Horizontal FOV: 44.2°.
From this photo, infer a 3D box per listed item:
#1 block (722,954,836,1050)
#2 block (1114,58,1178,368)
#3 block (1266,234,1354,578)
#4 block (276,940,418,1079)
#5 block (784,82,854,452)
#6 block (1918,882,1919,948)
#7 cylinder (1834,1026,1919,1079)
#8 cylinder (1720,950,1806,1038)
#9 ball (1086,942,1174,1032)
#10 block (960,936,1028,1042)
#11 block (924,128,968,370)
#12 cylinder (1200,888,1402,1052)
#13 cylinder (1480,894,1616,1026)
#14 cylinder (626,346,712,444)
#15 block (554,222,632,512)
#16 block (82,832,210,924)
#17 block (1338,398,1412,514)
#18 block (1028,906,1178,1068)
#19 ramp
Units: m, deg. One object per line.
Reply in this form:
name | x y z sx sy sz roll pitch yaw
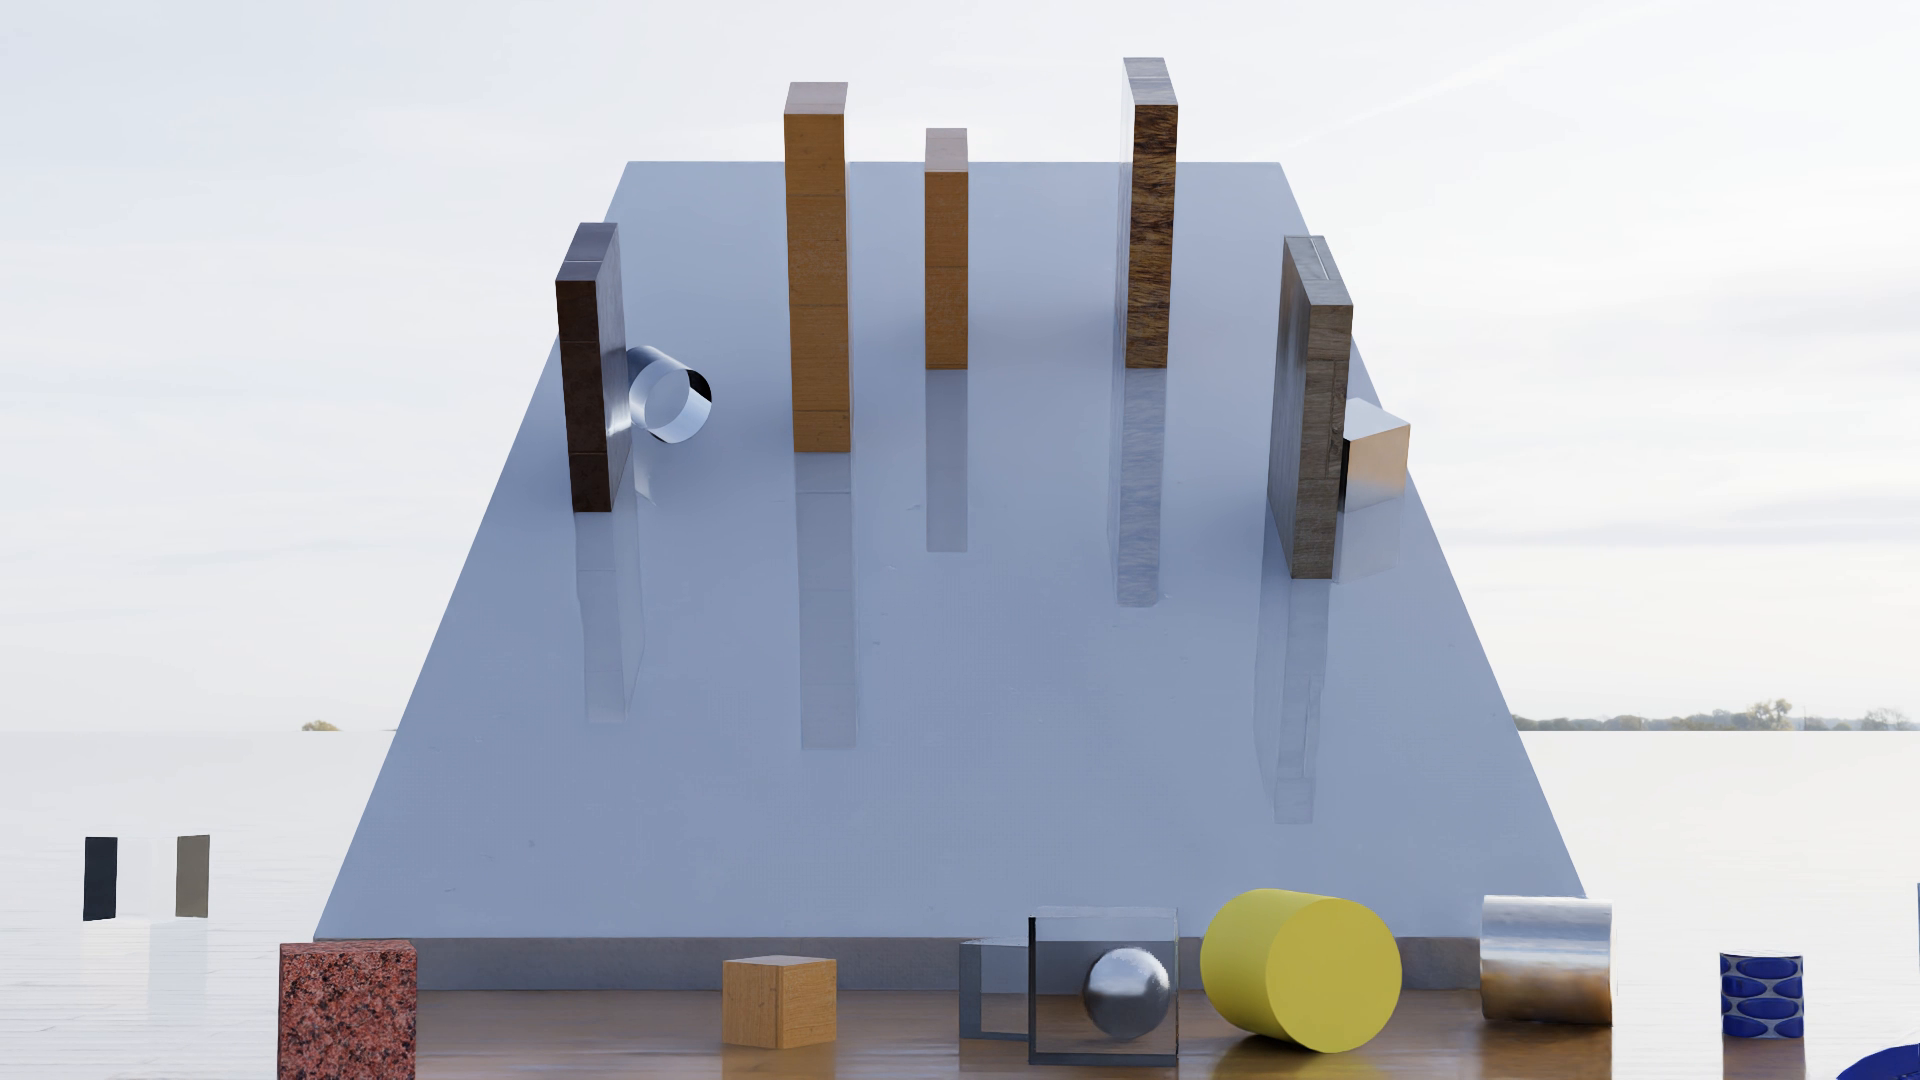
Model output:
block | -0.237 0.605 3.099 0.105 0.105 0.105 -3 -6 37
block | 0.453 -0.805 5.787 0.101 0.655 0.422 0 26 0
block | 0.706 -0.274 4.797 0.081 0.585 0.405 0 26 0
block | -0.729 0.559 2.802 0.150 0.150 0.150 1 -5 -18
block | -0.308 -0.601 5.235 0.127 0.777 0.251 0 26 0
block | 1.462 0.577 3.310 0.194 0.194 0.194 -3 -5 29
cylinder | 0.742 0.458 1.753 0.188 0.188 0.188 -3 -5 31
cylinder | 1.079 0.610 3.179 0.107 0.107 0.107 0 -4 0
ball | 0.230 0.606 3.203 0.120 0.120 0.120 0 -4 0
block | 0.081 0.601 3.168 0.124 0.124 0.124 -2 -5 24
block | -0.033 -0.717 5.785 0.103 0.497 0.361 0 26 0
cylinder | 0.443 0.560 3.088 0.194 0.194 0.194 2 -5 -19
cylinder | 0.821 0.585 3.291 0.173 0.173 0.173 0 -4 17
cylinder | -0.686 -0.332 5.367 0.176 0.176 0.176 4 18 -41
block | -0.781 -0.373 5.062 0.082 0.520 0.365 0 26 0
block | -1.733 0.720 5.035 0.179 0.179 0.179 -2 -5 22
block | 0.842 -0.183 5.082 0.170 0.170 0.170 -16 31 -29
block | 0.183 0.558 2.967 0.179 0.179 0.179 -1 -5 6
ramp | -0.010 -0.228 5.472 2.000 0.100 4.000 0 26 0
